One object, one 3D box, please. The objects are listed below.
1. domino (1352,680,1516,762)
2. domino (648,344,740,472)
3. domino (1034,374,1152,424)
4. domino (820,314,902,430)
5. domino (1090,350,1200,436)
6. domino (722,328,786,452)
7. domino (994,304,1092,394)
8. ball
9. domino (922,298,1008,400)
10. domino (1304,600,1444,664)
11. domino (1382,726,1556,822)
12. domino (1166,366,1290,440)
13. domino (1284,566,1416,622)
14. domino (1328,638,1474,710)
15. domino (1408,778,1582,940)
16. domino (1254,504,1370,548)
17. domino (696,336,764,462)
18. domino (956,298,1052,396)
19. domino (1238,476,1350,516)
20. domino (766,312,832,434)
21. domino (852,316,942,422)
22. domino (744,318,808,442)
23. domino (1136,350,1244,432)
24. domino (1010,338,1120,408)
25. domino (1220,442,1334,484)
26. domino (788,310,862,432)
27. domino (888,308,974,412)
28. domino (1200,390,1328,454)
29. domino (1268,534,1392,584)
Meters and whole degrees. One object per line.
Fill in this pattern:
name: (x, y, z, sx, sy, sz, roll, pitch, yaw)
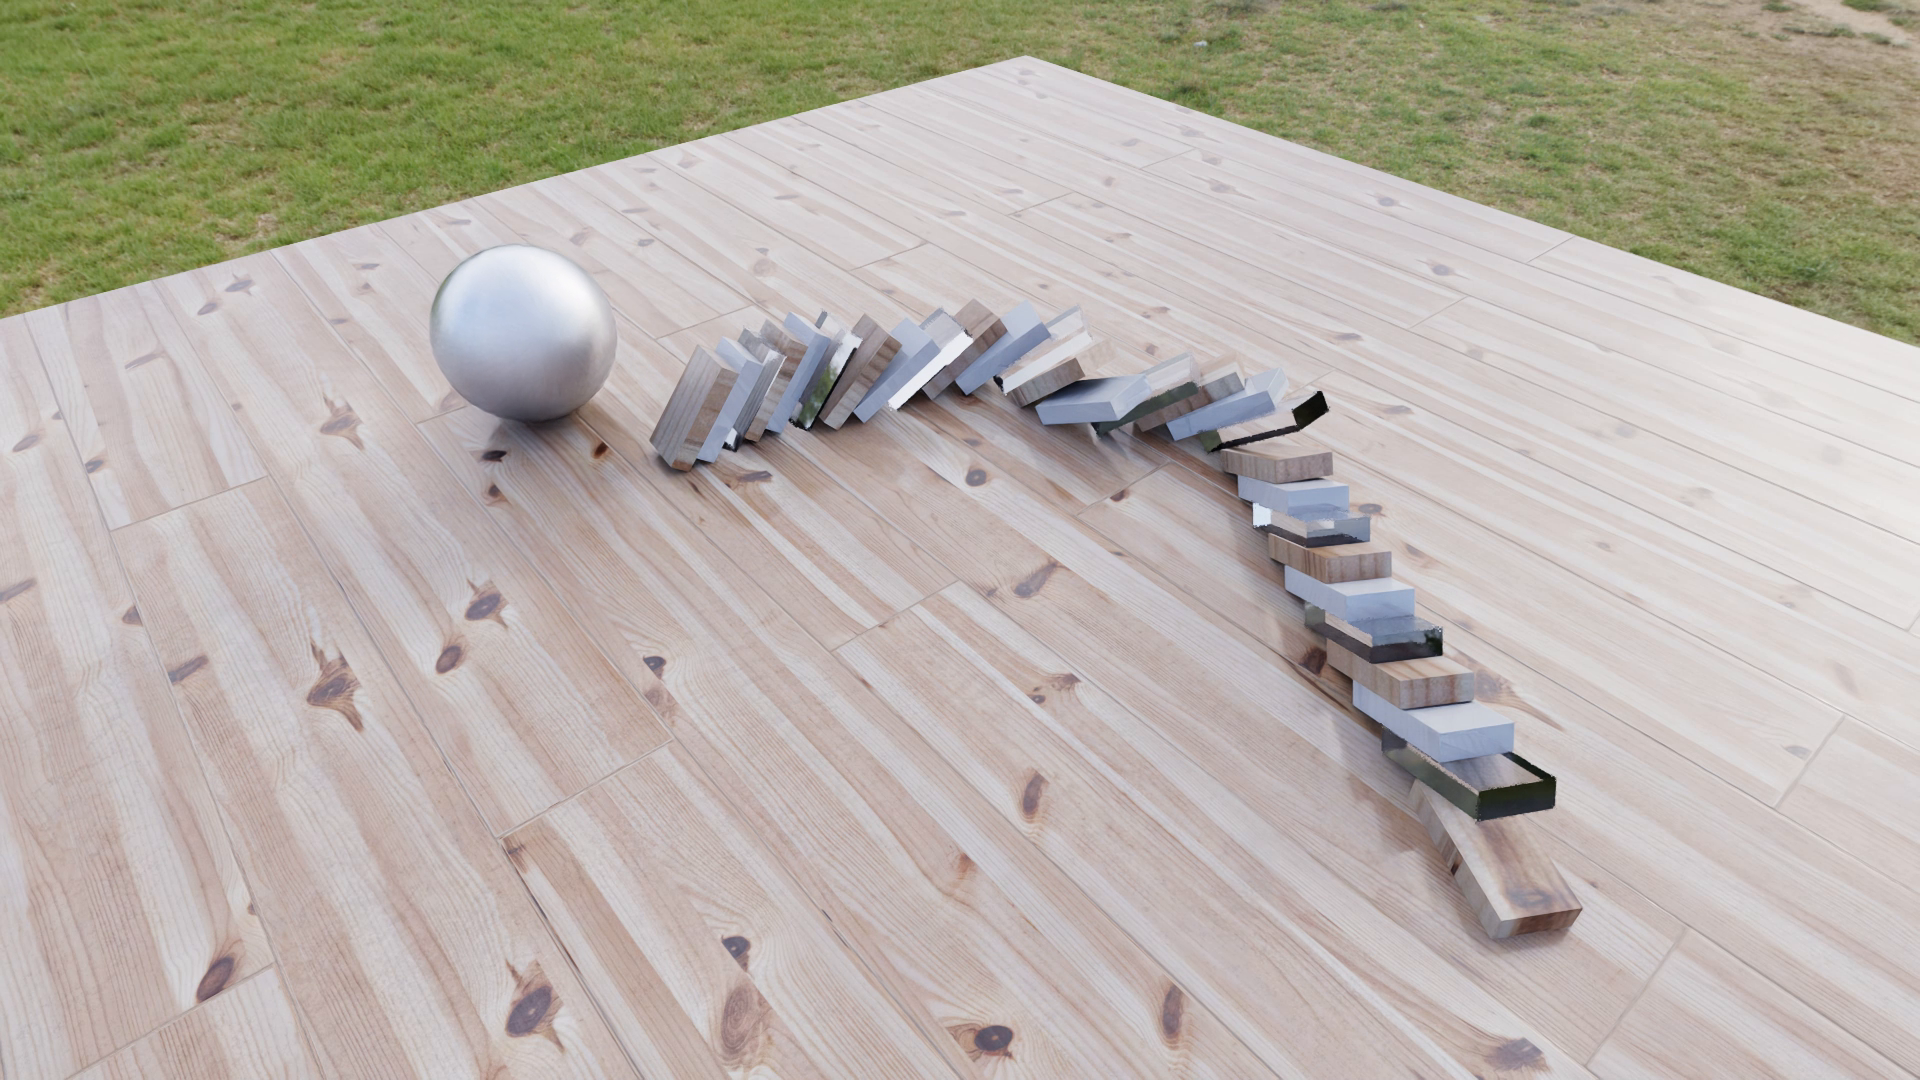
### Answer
domino: (0.152, 0.056, 0.357, 0.025, 0.009, 0.050, -6, 13, -9)
domino: (-0.118, -0.058, 0.486, 0.010, 0.050, 0.025, 15, 21, -47)
domino: (0.060, -0.064, 0.501, 0.025, 0.009, 0.050, -39, 24, -28)
domino: (-0.051, -0.079, 0.514, 0.050, 0.009, 0.025, -51, 47, 9)
domino: (0.084, -0.067, 0.505, 0.050, 0.009, 0.025, -22, 28, 25)
domino: (-0.099, -0.068, 0.498, 0.010, 0.050, 0.025, 15, 21, -47)
domino: (0.039, -0.093, 0.535, 0.050, 0.009, 0.025, -29, 31, 19)
ball: (-0.198, -0.094, 0.502, 0.080, 0.080, 0.080, 0, 39, 0)
domino: (-0.003, -0.094, 0.538, 0.050, 0.010, 0.025, -42, 46, 0)
domino: (0.145, 0.031, 0.388, 0.025, 0.009, 0.050, -6, 11, -7)
domino: (0.156, 0.070, 0.341, 0.025, 0.009, 0.050, -7, 14, -9)
domino: (0.121, -0.061, 0.496, 0.050, 0.009, 0.025, -16, 22, 39)
domino: (0.142, 0.018, 0.404, 0.025, 0.010, 0.050, -6, 11, -7)
domino: (0.148, 0.043, 0.373, 0.025, 0.010, 0.050, -6, 12, -7)
domino: (0.159, 0.093, 0.330, 0.025, 0.010, 0.050, -6, 40, -7)
domino: (0.138, -0.007, 0.435, 0.025, 0.009, 0.050, -6, 11, -7)
domino: (-0.108, -0.063, 0.492, 0.009, 0.050, 0.025, 15, 21, -47)
domino: (0.018, -0.095, 0.538, 0.050, 0.009, 0.025, -34, 39, 11)
domino: (0.135, -0.020, 0.450, 0.025, 0.010, 0.050, -6, 11, -7)
domino: (-0.081, -0.078, 0.510, 0.009, 0.050, 0.025, 15, 20, -47)
domino: (-0.035, -0.081, 0.523, 0.050, 0.010, 0.025, -43, 48, 0)
domino: (-0.091, -0.073, 0.504, 0.010, 0.050, 0.025, 15, 21, -47)
domino: (0.105, -0.069, 0.505, 0.050, 0.010, 0.025, -22, 25, 26)
domino: (0.049, -0.078, 0.514, 0.025, 0.010, 0.050, -34, 8, -34)
domino: (0.133, -0.033, 0.466, 0.025, 0.010, 0.050, -9, 11, -11)
domino: (-0.067, -0.078, 0.511, 0.010, 0.050, 0.025, 17, 22, -44)
domino: (-0.020, -0.087, 0.531, 0.050, 0.010, 0.025, -42, 48, 0)
domino: (0.133, -0.052, 0.484, 0.025, 0.009, 0.050, -31, 12, -36)
domino: (0.140, 0.005, 0.419, 0.025, 0.010, 0.050, -6, 11, -7)
